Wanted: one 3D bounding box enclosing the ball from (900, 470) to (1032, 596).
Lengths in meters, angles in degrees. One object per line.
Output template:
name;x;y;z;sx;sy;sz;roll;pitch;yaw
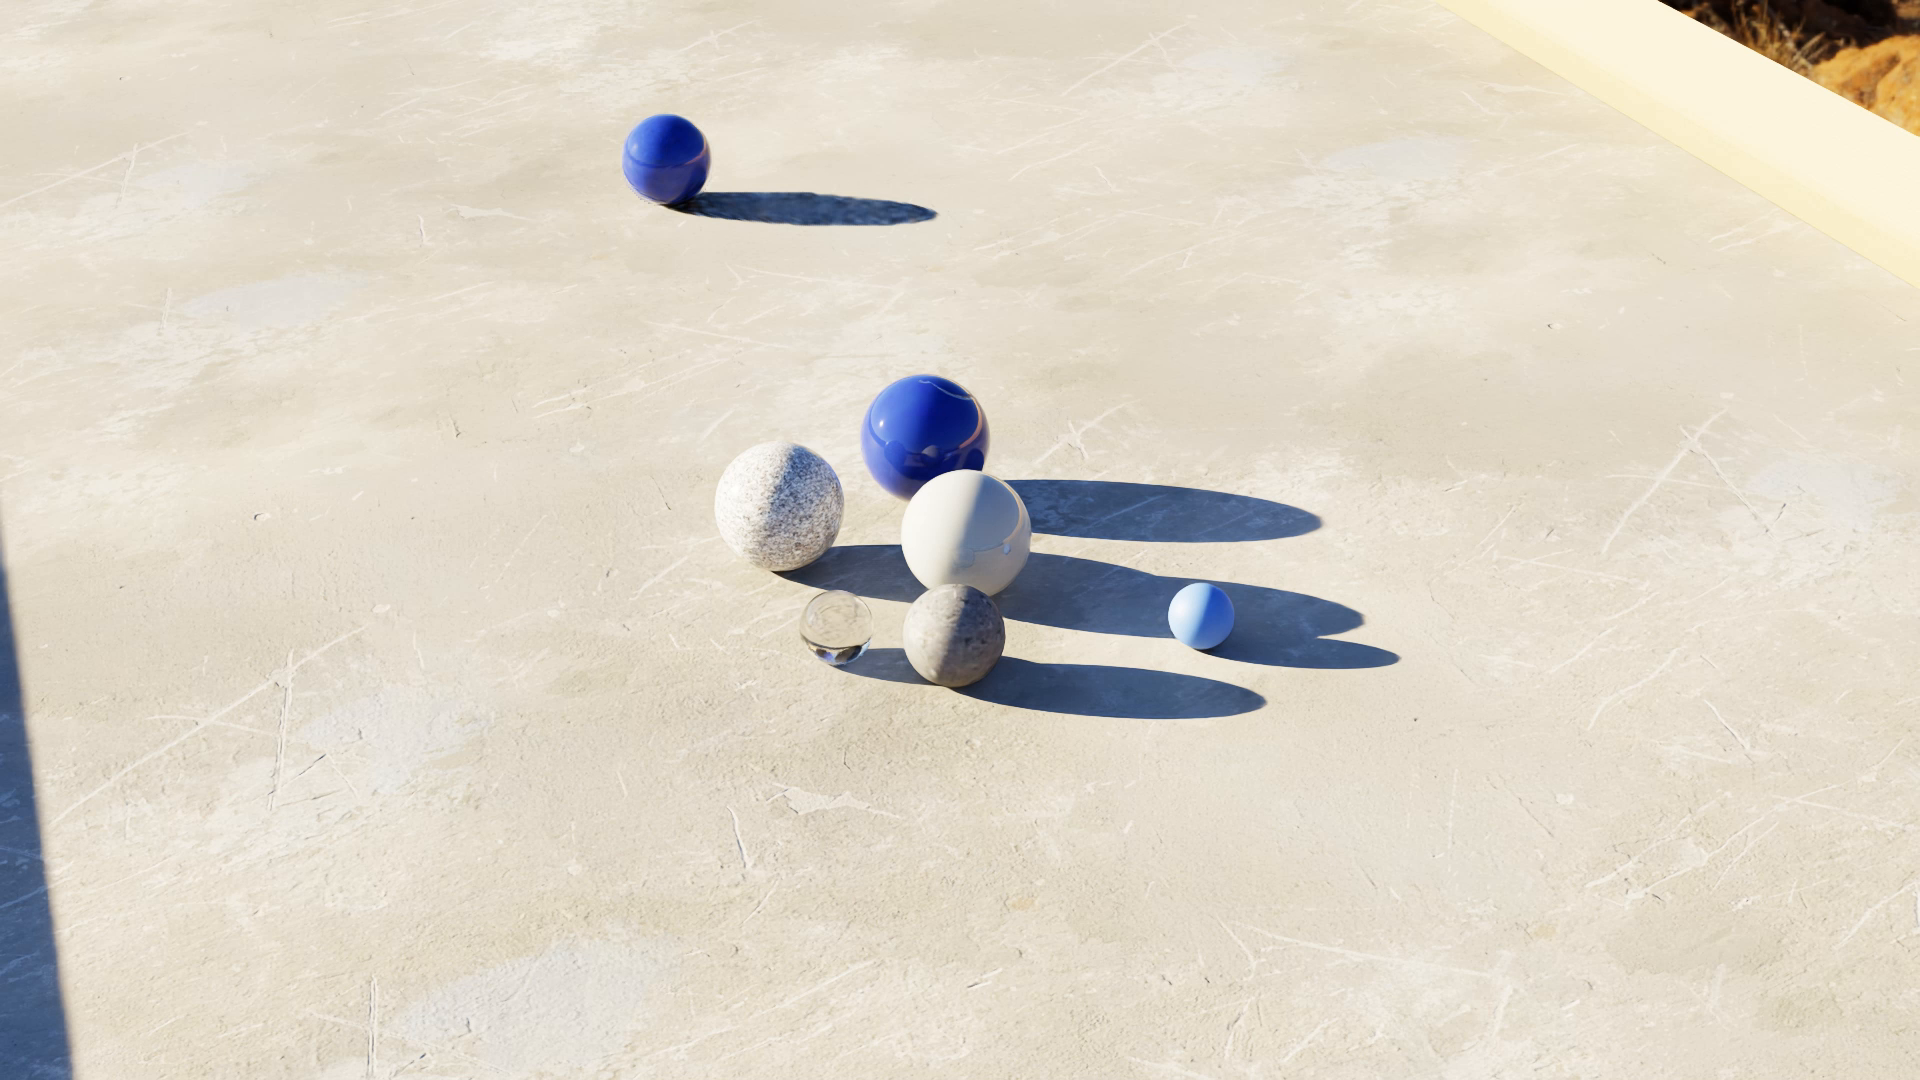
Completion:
ball;0.004;-0.003;1.893;0.085;0.085;0.085;0;27;0

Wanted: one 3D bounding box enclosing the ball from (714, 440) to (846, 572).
ball;-0.118;-0.022;1.929;0.086;0.086;0.086;0;27;0

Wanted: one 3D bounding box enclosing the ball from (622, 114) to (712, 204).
ball;-0.252;-0.328;2.532;0.078;0.078;0.078;0;27;0

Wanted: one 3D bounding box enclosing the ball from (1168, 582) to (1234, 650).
ball;0.151;0.048;1.842;0.042;0.042;0.042;0;27;0

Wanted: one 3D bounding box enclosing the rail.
rail;0.540;-0.530;2.879;0.045;0.117;3.468;-9;29;-17

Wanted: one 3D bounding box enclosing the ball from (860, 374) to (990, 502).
ball;-0.024;-0.069;2.015;0.090;0.090;0.090;0;27;0

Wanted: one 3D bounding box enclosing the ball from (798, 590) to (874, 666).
ball;-0.076;0.054;1.823;0.047;0.047;0.047;0;27;0

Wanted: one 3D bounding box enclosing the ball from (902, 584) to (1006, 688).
ball;-0.004;0.058;1.797;0.063;0.063;0.063;0;27;0
